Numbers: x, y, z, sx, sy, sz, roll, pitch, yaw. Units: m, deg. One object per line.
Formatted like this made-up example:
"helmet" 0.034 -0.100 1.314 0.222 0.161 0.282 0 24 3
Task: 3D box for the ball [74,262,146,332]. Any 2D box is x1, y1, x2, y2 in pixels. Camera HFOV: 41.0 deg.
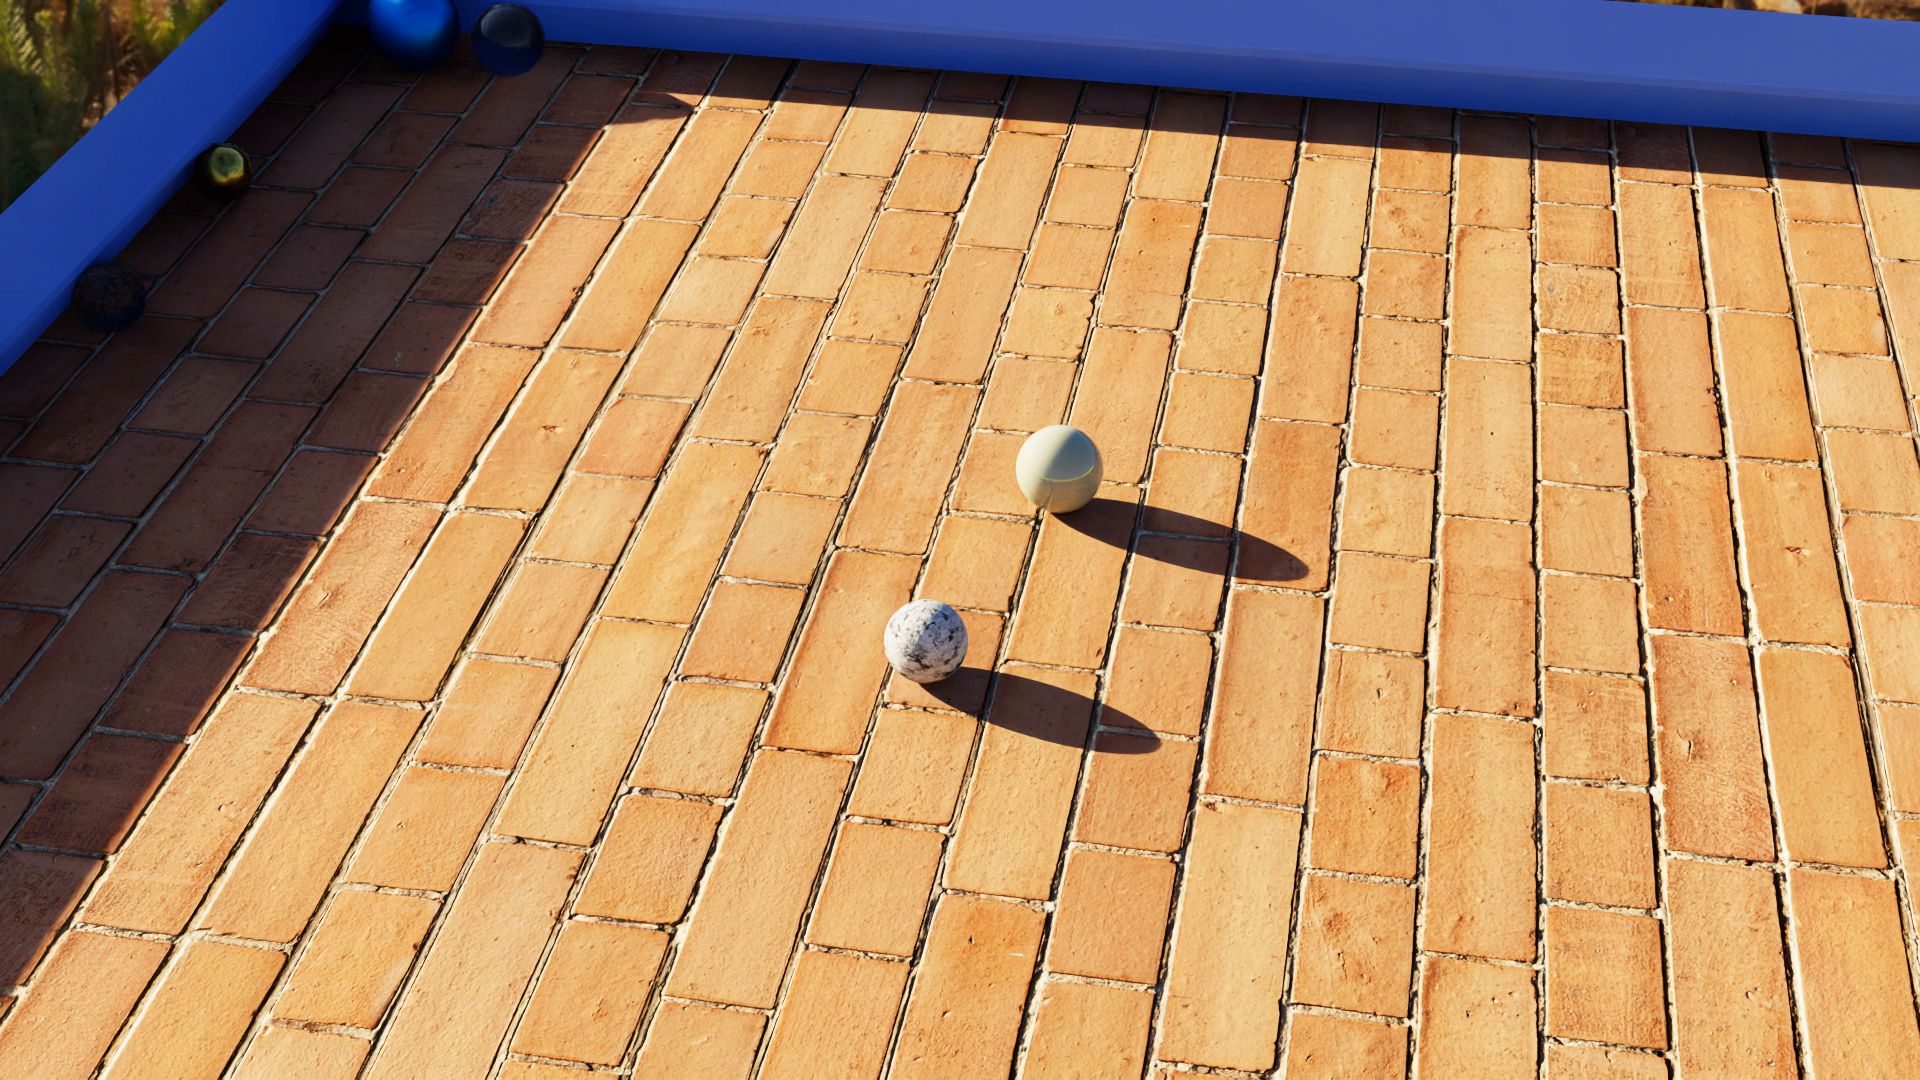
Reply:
"ball" -0.744 -0.212 2.247 0.061 0.061 0.061 0 34 0

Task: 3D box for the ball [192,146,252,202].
"ball" -0.706 -0.350 2.454 0.054 0.054 0.054 0 34 0

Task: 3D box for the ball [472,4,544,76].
"ball" -0.474 -0.524 2.689 0.075 0.075 0.075 0 34 0

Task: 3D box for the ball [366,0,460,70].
"ball" -0.574 -0.543 2.697 0.096 0.096 0.096 0 34 0

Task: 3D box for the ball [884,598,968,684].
"ball" -0.024 0.072 1.833 0.060 0.060 0.060 0 34 0

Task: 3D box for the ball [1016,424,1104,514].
"ball" 0.078 -0.056 2.011 0.069 0.069 0.069 0 34 0

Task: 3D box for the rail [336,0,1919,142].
"rail" 1.006 -0.434 2.511 3.449 0.125 0.045 6 35 8

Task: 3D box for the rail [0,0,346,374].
"rail" -0.825 -0.109 2.038 0.045 0.125 1.828 6 35 8
